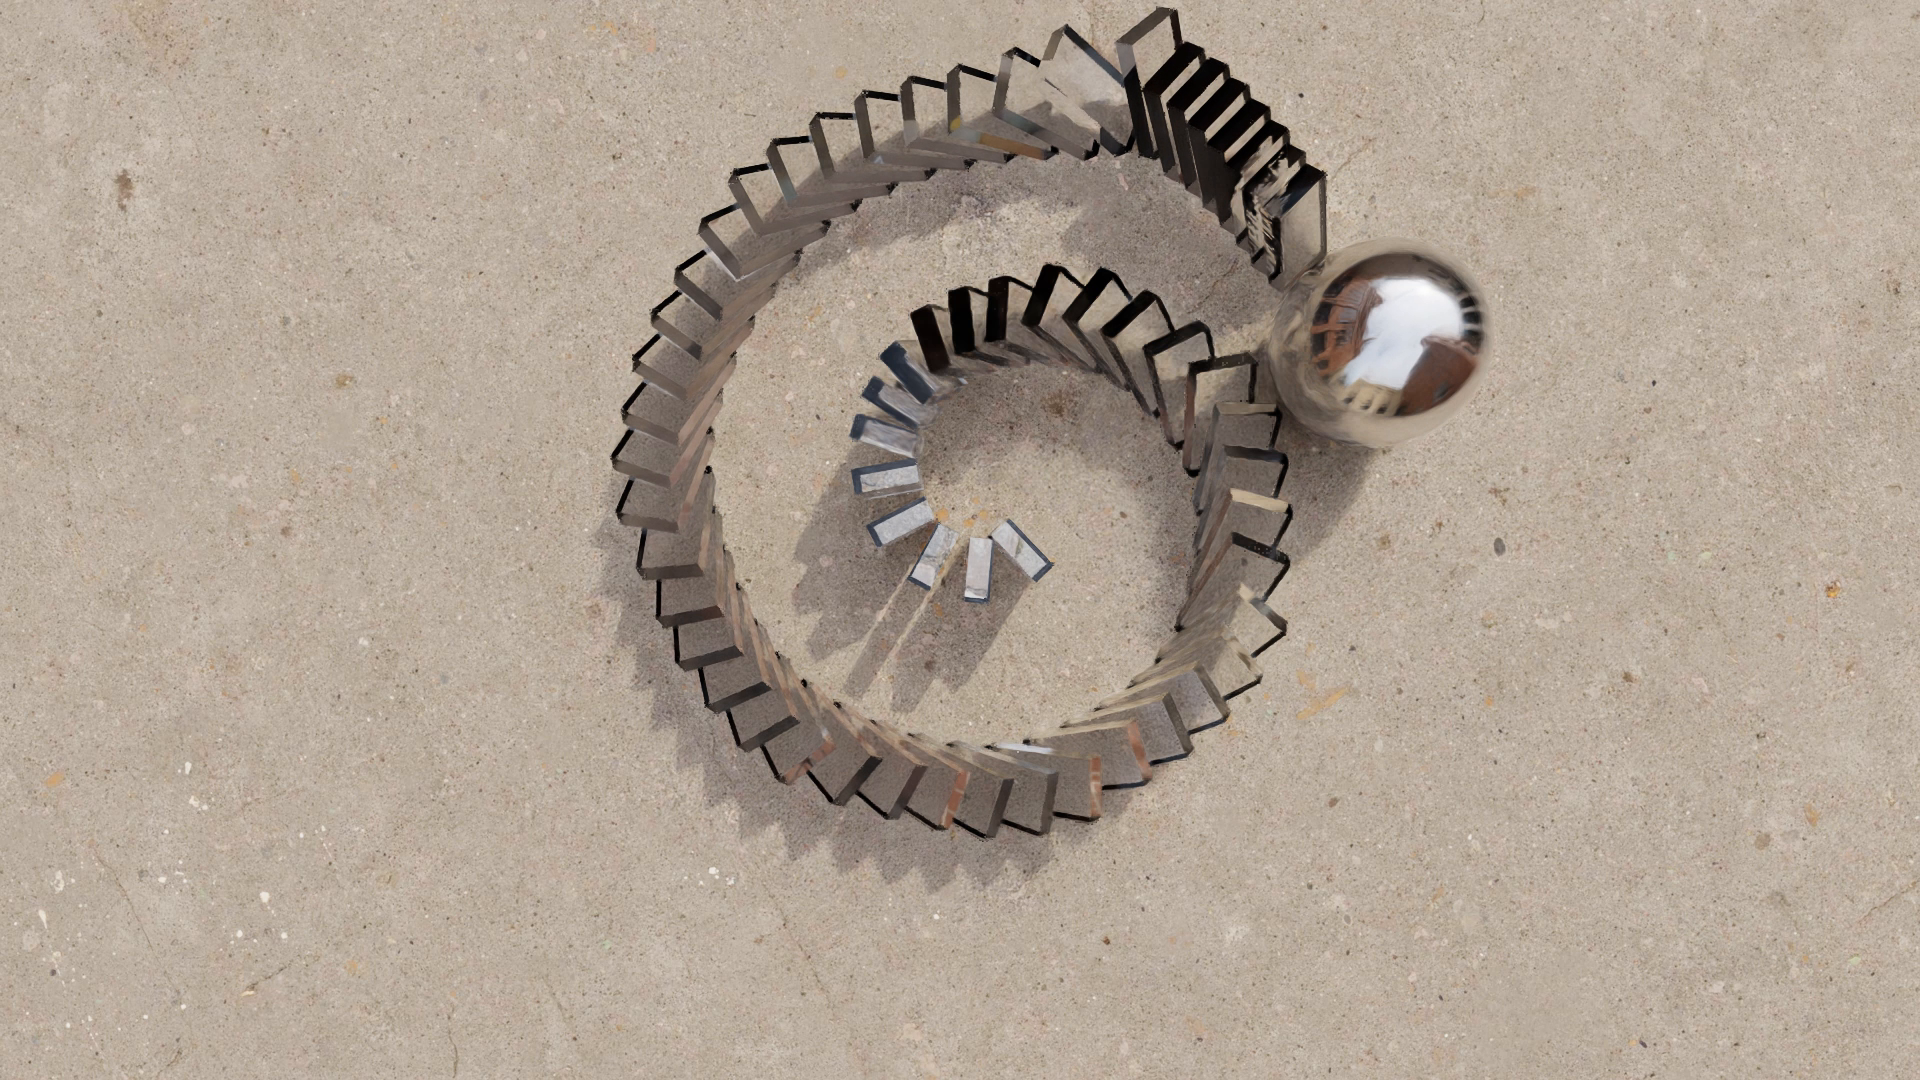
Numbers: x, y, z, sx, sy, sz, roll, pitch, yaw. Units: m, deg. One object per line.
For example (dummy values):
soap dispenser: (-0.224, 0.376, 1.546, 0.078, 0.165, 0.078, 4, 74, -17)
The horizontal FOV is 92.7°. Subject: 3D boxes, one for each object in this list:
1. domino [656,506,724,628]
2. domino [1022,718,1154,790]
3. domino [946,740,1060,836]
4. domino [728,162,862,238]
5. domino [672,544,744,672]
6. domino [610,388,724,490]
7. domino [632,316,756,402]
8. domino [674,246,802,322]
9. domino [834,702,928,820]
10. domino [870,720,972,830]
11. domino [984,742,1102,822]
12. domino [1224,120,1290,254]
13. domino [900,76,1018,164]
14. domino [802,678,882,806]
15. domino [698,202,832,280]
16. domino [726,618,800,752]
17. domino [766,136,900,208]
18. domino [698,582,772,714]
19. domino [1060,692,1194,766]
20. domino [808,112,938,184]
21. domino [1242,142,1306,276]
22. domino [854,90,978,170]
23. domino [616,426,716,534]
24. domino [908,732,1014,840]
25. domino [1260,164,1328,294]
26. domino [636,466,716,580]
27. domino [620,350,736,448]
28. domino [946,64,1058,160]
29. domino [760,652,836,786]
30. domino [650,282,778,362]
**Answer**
domino: (-0.112, 0.011, 0.382, 0.025, 0.009, 0.050, -11, 57, 0)
domino: (0.052, 0.091, 0.382, 0.050, 0.010, 0.025, -17, 90, 35)
domino: (0.015, 0.103, 0.382, 0.050, 0.009, 0.025, 9, 91, 34)
domino: (-0.068, -0.145, 0.382, 0.050, 0.009, 0.025, -28, 89, -34)
domino: (-0.106, 0.028, 0.382, 0.025, 0.010, 0.050, -16, 57, 0)
domino: (-0.121, -0.046, 0.382, 0.025, 0.010, 0.050, 19, 56, 1)
domino: (-0.110, -0.082, 0.382, 0.025, 0.009, 0.050, 31, 57, 0)
domino: (-0.092, -0.114, 0.382, 0.025, 0.010, 0.050, 40, 57, 0)
domino: (-0.039, 0.091, 0.382, 0.050, 0.009, 0.025, 29, 90, 34)
domino: (-0.021, 0.097, 0.382, 0.050, 0.009, 0.025, 22, 90, 34)
domino: (0.034, 0.100, 0.382, 0.050, 0.010, 0.025, -1, 90, 35)
domino: (0.124, -0.143, 0.376, 0.025, 0.050, 0.010, -45, 60, 0)
domino: (0.000, -0.175, 0.382, 0.050, 0.009, 0.025, -6, 90, -33)
domino: (-0.057, 0.084, 0.382, 0.025, 0.009, 0.050, -50, 55, 0)
domino: (-0.081, -0.130, 0.382, 0.025, 0.010, 0.050, 50, 56, 0)
domino: (-0.087, 0.060, 0.382, 0.025, 0.010, 0.050, -30, 56, 0)
domino: (-0.053, -0.155, 0.382, 0.050, 0.009, 0.025, -22, 89, -34)
domino: (-0.097, 0.044, 0.382, 0.025, 0.009, 0.050, -24, 56, 0)
domino: (0.069, 0.082, 0.382, 0.050, 0.009, 0.025, -24, 90, 34)
domino: (-0.036, -0.163, 0.382, 0.050, 0.009, 0.025, -16, 89, -33)
domino: (0.130, -0.134, 0.376, 0.025, 0.050, 0.009, -45, 60, 0)
domino: (-0.018, -0.170, 0.382, 0.050, 0.009, 0.025, -10, 90, -33)
domino: (-0.122, -0.027, 0.382, 0.025, 0.010, 0.050, 9, 56, 0)
domino: (-0.004, 0.102, 0.382, 0.050, 0.010, 0.025, 18, 90, 34)
domino: (0.138, -0.126, 0.376, 0.025, 0.050, 0.009, -45, 60, 0)
domino: (-0.118, -0.008, 0.382, 0.025, 0.010, 0.050, -4, 56, 0)
domino: (-0.116, -0.064, 0.382, 0.025, 0.009, 0.050, 23, 57, 1)
domino: (0.018, -0.178, 0.382, 0.050, 0.010, 0.025, -1, 90, -33)
domino: (-0.074, 0.074, 0.382, 0.025, 0.010, 0.050, -38, 56, 0)
domino: (-0.102, -0.099, 0.382, 0.025, 0.010, 0.050, 36, 57, 0)
